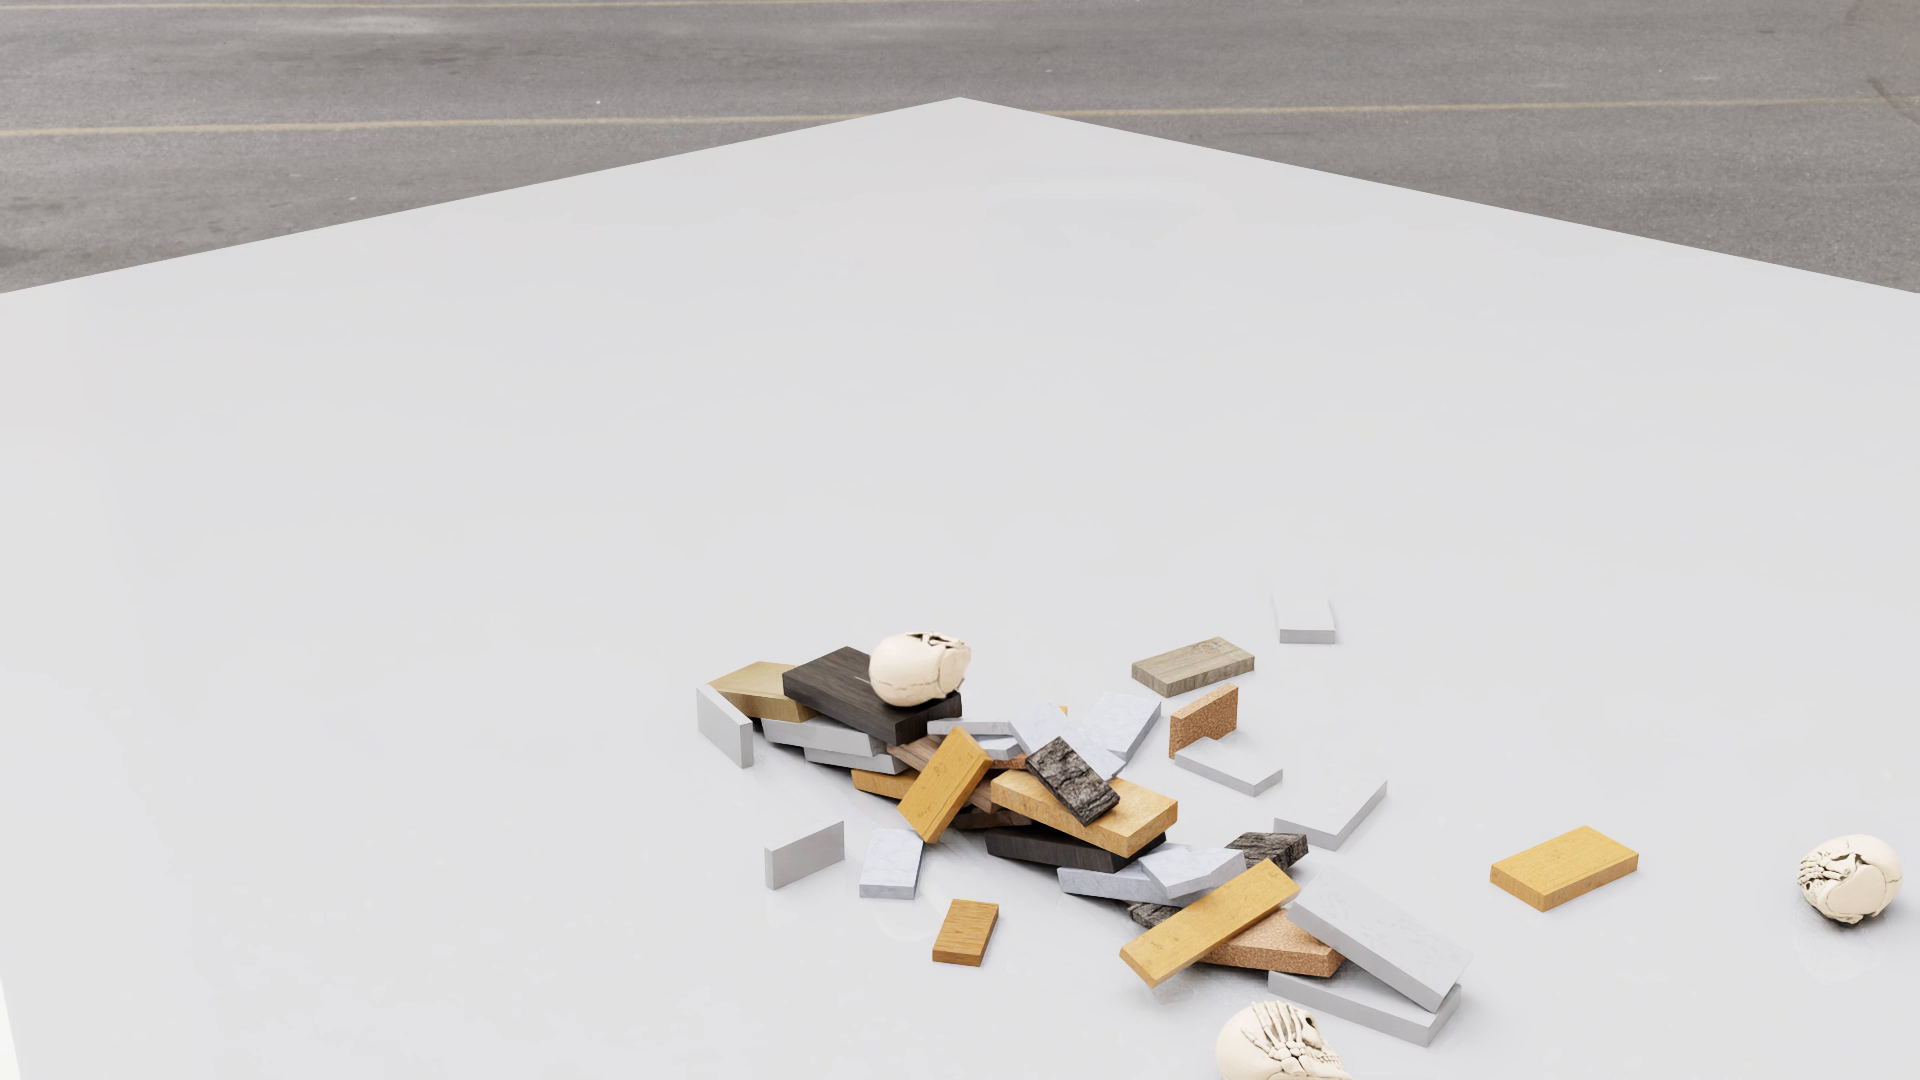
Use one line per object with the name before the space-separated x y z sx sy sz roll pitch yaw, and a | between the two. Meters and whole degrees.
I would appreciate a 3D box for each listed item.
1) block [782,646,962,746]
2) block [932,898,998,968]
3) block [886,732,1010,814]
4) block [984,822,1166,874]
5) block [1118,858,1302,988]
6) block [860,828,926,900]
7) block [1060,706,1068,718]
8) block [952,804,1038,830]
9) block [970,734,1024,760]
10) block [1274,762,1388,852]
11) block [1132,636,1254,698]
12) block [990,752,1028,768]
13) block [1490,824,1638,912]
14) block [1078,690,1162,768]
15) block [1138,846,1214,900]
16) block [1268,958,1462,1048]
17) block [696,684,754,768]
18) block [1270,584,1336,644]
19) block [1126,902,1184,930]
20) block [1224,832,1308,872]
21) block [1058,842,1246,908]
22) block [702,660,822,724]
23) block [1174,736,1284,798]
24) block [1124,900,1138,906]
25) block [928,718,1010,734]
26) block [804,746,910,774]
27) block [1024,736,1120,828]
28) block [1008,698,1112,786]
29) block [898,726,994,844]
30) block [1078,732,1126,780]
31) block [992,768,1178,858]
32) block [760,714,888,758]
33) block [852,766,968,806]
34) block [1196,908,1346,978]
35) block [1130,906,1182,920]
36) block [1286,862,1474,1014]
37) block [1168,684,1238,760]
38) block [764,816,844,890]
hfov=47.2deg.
block | -0.184 0.319 4.545 0.180 0.051 0.359 -22 28 -38
block | 0.011 0.719 4.034 0.087 0.025 0.175 5 23 11
block | 0.007 0.440 4.399 0.290 0.041 0.145 27 36 37
block | 0.220 0.573 4.248 0.323 0.046 0.162 1 18 44
block | 0.449 0.680 3.924 0.387 0.024 0.086 -23 52 -37
block | -0.129 0.625 4.250 0.104 0.029 0.208 2 23 5
block | 0.184 0.442 4.578 0.031 0.110 0.220 6 24 14
block | 0.098 0.532 4.352 0.110 0.031 0.220 -23 8 -42
block | 0.064 0.404 4.323 0.080 0.023 0.159 -26 16 -40
block | 0.751 0.537 4.446 0.133 0.038 0.266 14 27 29
block | 0.534 0.290 5.031 0.256 0.036 0.128 -15 27 -31
block | 0.115 0.420 4.294 0.159 0.023 0.080 -5 16 40
block | 1.162 0.630 4.228 0.266 0.038 0.133 -15 27 -31
block | 0.336 0.407 4.756 0.128 0.036 0.257 9 25 20
block | 0.391 0.603 3.995 0.086 0.024 0.172 -15 12 -9
block | 0.708 0.786 3.854 0.298 0.042 0.149 14 27 30
block | -0.502 0.397 4.693 0.029 0.104 0.208 -14 27 -29
block | 0.824 0.178 5.295 0.128 0.036 0.257 1 23 3
block | 0.367 0.684 3.994 0.068 0.019 0.135 -20 16 -22
block | 0.540 0.620 4.178 0.133 0.038 0.265 -4 12 38
block | 0.358 0.621 4.122 0.323 0.046 0.162 -1 16 44
block | -0.395 0.329 4.792 0.180 0.051 0.359 -23 16 -39
block | 0.563 0.474 4.607 0.204 0.029 0.102 20 30 39
block | 0.338 0.660 4.128 0.068 0.019 0.135 -15 11 -22
block | 0.069 0.369 4.360 0.254 0.025 0.087 -2 0 26
block | -0.181 0.430 4.593 0.145 0.041 0.290 -23 16 -39
block | 0.210 0.452 4.120 0.086 0.024 0.172 -31 60 -27
block | 0.189 0.405 4.190 0.102 0.029 0.204 -24 57 -22
block | -0.030 0.479 4.305 0.029 0.208 0.104 17 22 -50
block | 0.232 0.411 4.238 0.159 0.023 0.080 33 37 20
block | 0.236 0.498 4.194 0.323 0.046 0.162 18 31 36
block | -0.237 0.384 4.634 0.180 0.051 0.359 -23 16 -39
block | -0.070 0.483 4.489 0.290 0.041 0.145 6 23 45
block | 0.553 0.713 3.941 0.298 0.042 0.149 0 19 34
block | 0.377 0.689 4.055 0.068 0.019 0.135 -23 15 -31
block | 0.734 0.693 3.843 0.298 0.042 0.149 32 34 19
block | 0.523 0.390 4.712 0.029 0.102 0.204 20 30 38
block | -0.298 0.602 4.231 0.175 0.087 0.025 -19 30 -38
